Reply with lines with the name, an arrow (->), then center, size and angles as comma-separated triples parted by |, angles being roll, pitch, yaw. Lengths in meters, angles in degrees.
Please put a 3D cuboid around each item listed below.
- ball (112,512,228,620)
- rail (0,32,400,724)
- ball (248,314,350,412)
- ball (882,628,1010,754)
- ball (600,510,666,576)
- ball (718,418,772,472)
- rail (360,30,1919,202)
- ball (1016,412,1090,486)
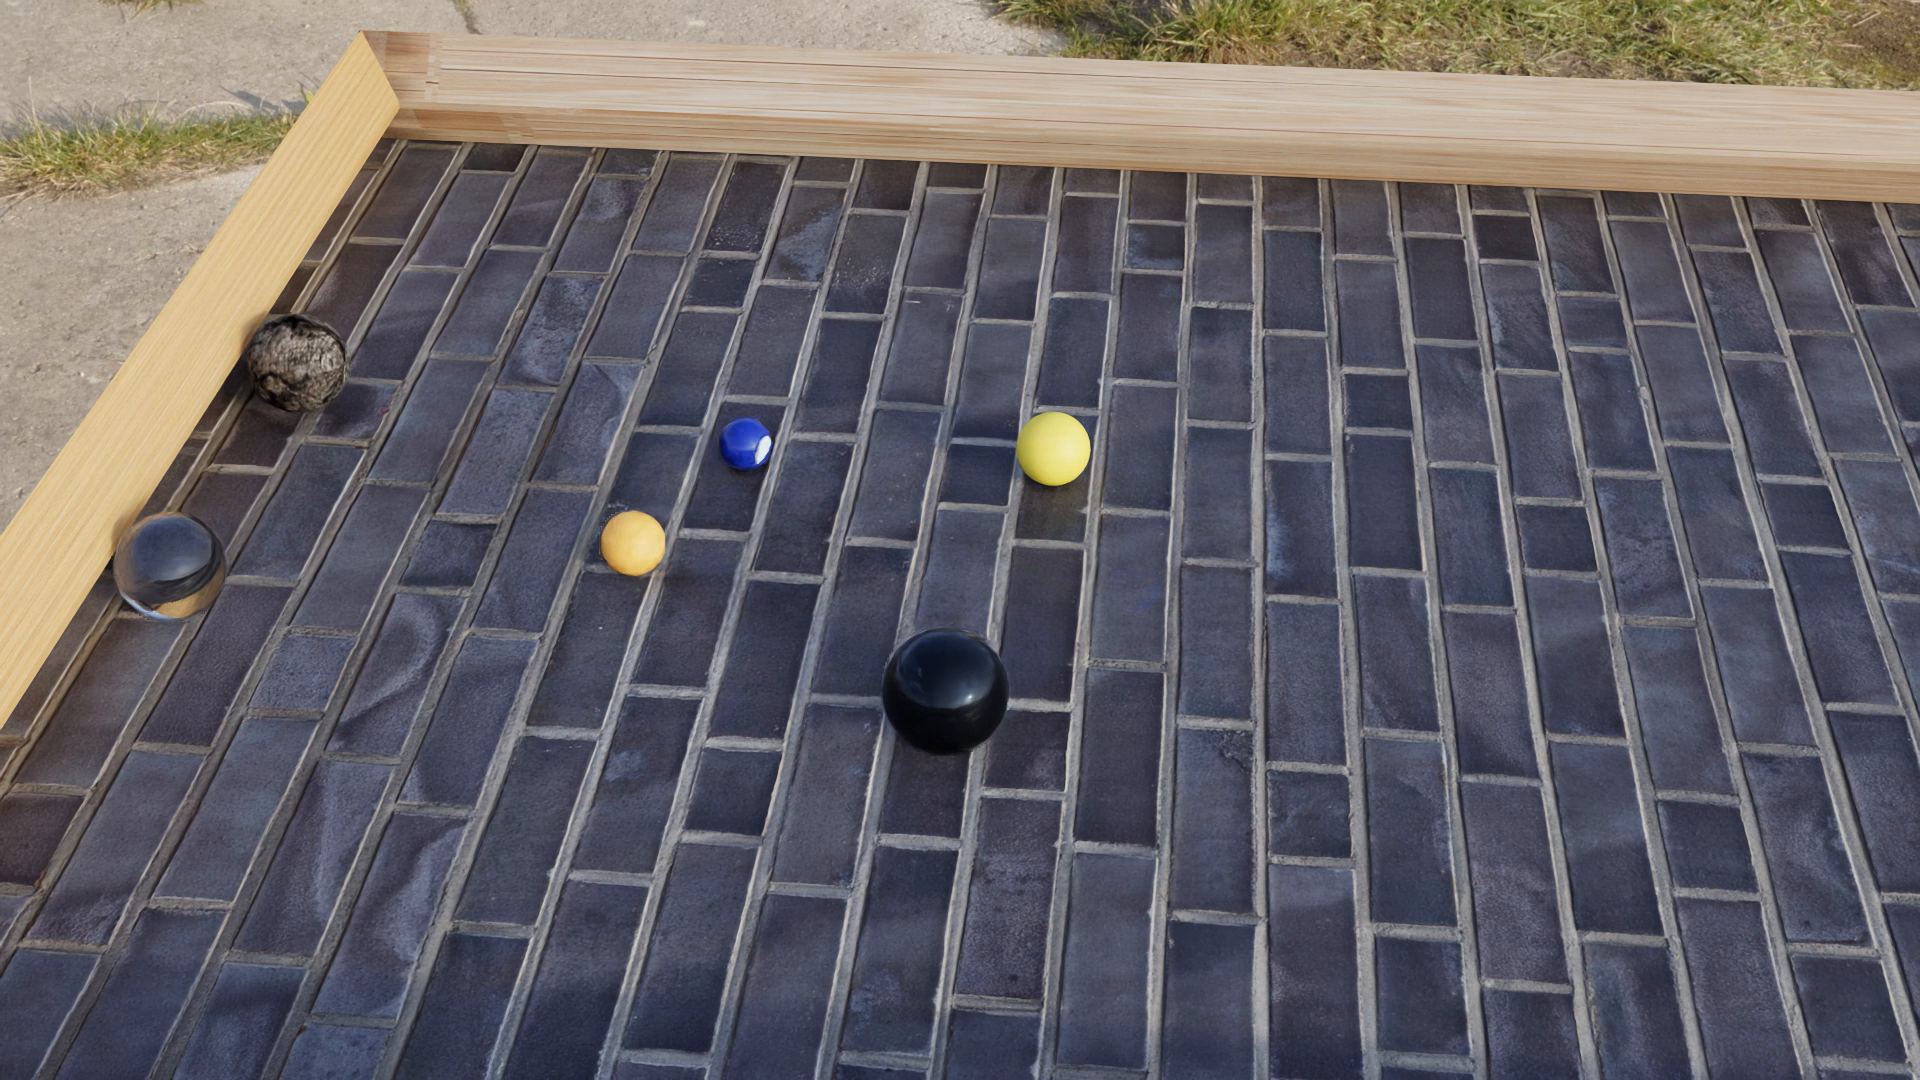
ball -> -0.593, 0.020, 1.927 | 0.082, 0.082, 0.082 | 0, 35, 0
rail -> -0.644, -0.057, 2.006 | 0.045, 0.116, 1.428 | 3, 35, 4
ball -> -0.560, -0.149, 2.171 | 0.084, 0.084, 0.084 | 0, 35, 0
ball -> -0.010, 0.106, 1.796 | 0.089, 0.089, 0.089 | 0, 35, 0
ball -> -0.252, 0.002, 1.980 | 0.050, 0.050, 0.050 | 0, 35, 0
ball -> -0.176, -0.078, 2.103 | 0.044, 0.044, 0.044 | 0, 35, 0
rail -> 0.733, -0.376, 2.468 | 2.681, 0.116, 0.045 | 3, 35, 4
ball -> 0.076, -0.074, 2.082 | 0.060, 0.060, 0.060 | 0, 35, 0
